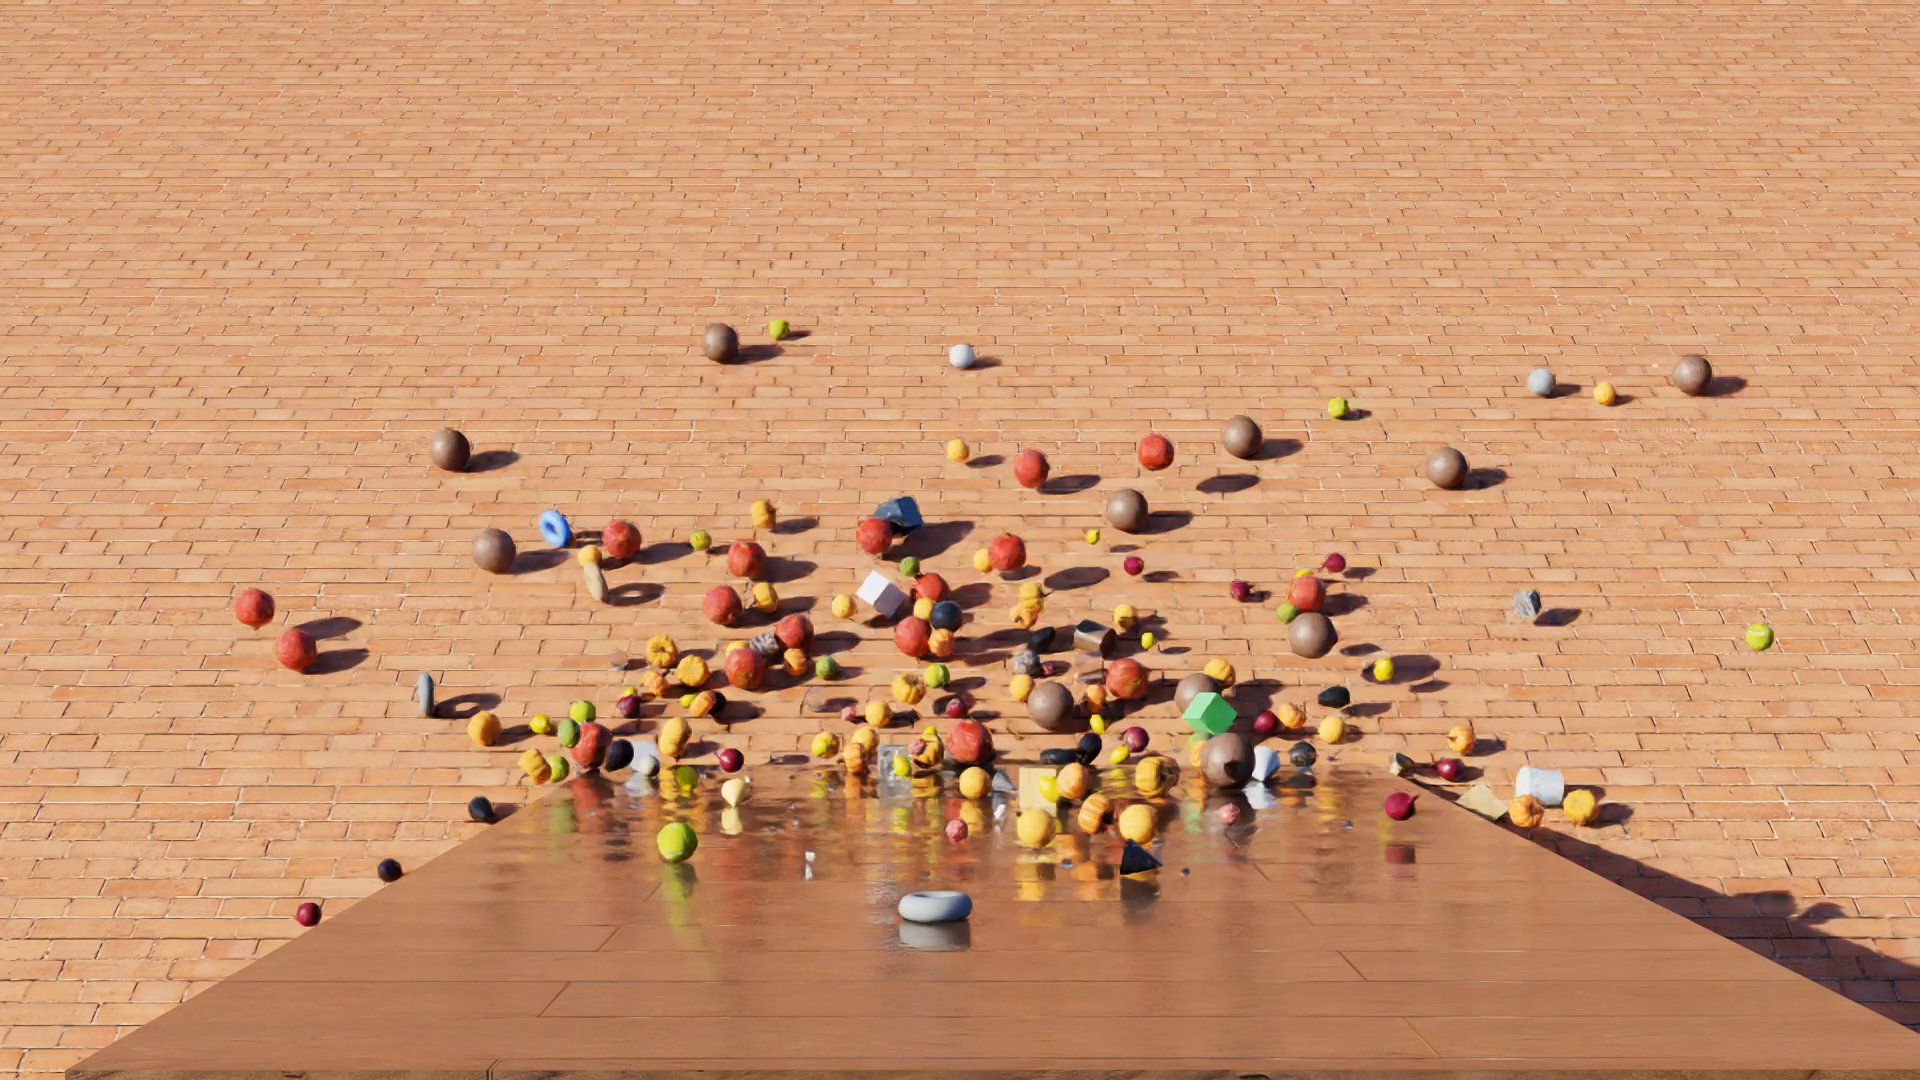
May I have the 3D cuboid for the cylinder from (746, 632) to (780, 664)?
[{"bbox_3d":[-0.551,0.301,7.232,0.073,0.073,0.073,-18,34,-10],"label":"cylinder"}]

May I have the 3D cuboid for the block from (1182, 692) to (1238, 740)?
[{"bbox_3d":[0.662,0.466,6.873,0.087,0.087,0.087,-53,21,-19],"label":"block"}]

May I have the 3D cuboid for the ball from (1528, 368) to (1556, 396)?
[{"bbox_3d":[1.930,-0.524,8.594,0.091,0.091,0.091,0,31,0],"label":"ball"}]

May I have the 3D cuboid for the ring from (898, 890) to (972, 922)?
[{"bbox_3d":[-0.036,0.541,3.819,0.109,0.036,0.109,-1,0,0],"label":"ring"}]

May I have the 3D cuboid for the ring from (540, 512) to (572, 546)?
[{"bbox_3d":[-1.211,-0.033,7.755,0.116,0.116,0.039,22,37,32],"label":"ring"}]

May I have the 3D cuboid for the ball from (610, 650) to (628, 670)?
[{"bbox_3d":[-0.949,0.332,7.209,0.055,0.055,0.055,0,31,0],"label":"ball"}]

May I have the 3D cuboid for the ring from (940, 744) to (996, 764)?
[{"bbox_3d":[0.020,0.554,6.718,0.148,0.049,0.148,1,-2,0],"label":"ring"}]

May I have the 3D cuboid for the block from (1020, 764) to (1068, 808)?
[{"bbox_3d":[0.181,0.529,5.576,0.082,0.082,0.082,0,0,24],"label":"block"}]

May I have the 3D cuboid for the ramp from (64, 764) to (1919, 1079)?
[{"bbox_3d":[0.069,0.614,4.689,2.000,0.100,4.000,0,0,0],"label":"ramp"}]

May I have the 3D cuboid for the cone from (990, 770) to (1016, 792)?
[{"bbox_3d":[0.107,0.559,5.893,0.055,0.055,0.055,20,36,36],"label":"cone"}]

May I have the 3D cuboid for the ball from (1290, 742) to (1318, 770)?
[{"bbox_3d":[0.863,0.542,6.516,0.070,0.070,0.070,0,31,0],"label":"ball"}]

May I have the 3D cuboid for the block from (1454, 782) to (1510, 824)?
[{"bbox_3d":[1.153,0.612,5.781,0.087,0.087,0.087,-32,66,-27],"label":"block"}]

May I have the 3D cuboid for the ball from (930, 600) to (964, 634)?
[{"bbox_3d":[-0.037,0.216,7.234,0.096,0.096,0.096,0,31,0],"label":"ball"}]

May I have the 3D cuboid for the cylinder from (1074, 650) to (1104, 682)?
[{"bbox_3d":[0.356,0.346,7.131,0.076,0.076,0.076,-9,31,0],"label":"cylinder"}]

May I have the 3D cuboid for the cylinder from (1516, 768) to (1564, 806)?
[{"bbox_3d":[1.489,0.635,6.654,0.093,0.093,0.093,7,30,-10],"label":"cylinder"}]

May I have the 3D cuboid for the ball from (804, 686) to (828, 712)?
[{"bbox_3d":[-0.391,0.431,7.031,0.069,0.069,0.069,0,31,0],"label":"ball"}]

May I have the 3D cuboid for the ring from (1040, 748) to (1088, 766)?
[{"bbox_3d":[0.266,0.558,6.664,0.123,0.041,0.123,-1,-1,0],"label":"ring"}]

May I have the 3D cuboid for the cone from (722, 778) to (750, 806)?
[{"bbox_3d":[-0.483,0.556,5.562,0.063,0.063,0.063,0,26,0],"label":"cone"}]

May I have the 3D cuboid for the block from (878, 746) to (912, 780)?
[{"bbox_3d":[-0.157,0.537,6.266,0.076,0.076,0.076,0,0,-6],"label":"block"}]

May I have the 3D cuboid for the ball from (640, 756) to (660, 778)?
[{"bbox_3d":[-0.753,0.549,6.285,0.052,0.052,0.052,0,31,0],"label":"ball"}]

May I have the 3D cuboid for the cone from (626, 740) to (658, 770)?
[{"bbox_3d":[-0.807,0.559,6.519,0.082,0.082,0.082,7,61,-12],"label":"cone"}]

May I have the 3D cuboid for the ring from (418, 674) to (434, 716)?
[{"bbox_3d":[-1.442,0.418,6.997,0.038,0.115,0.115,-4,31,-14],"label":"ring"}]

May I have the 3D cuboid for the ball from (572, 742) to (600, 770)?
[{"bbox_3d":[-0.964,0.555,6.669,0.071,0.071,0.071,0,31,0],"label":"ball"}]

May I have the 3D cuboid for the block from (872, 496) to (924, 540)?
[{"bbox_3d":[-0.184,-0.065,7.760,0.093,0.093,0.093,-31,-13,31],"label":"block"}]

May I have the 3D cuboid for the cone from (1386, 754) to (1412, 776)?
[{"bbox_3d":[1.143,0.605,6.780,0.070,0.070,0.070,11,66,17],"label":"cone"}]

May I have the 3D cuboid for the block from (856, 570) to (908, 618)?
[{"bbox_3d":[-0.226,0.156,7.431,0.086,0.086,0.086,-53,42,-3],"label":"block"}]

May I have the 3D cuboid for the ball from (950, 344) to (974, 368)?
[{"bbox_3d":[0.006,-0.622,8.761,0.085,0.085,0.085,0,31,0],"label":"ball"}]

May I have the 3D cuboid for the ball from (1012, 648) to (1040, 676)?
[{"bbox_3d":[0.184,0.339,7.174,0.077,0.077,0.077,0,31,0],"label":"ball"}]

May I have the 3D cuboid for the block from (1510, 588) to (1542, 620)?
[{"bbox_3d":[1.613,0.182,7.372,0.058,0.058,0.058,-15,17,37],"label":"block"}]

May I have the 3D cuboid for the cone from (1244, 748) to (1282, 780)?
[{"bbox_3d":[0.720,0.554,6.173,0.090,0.090,0.090,5,19,8],"label":"cone"}]

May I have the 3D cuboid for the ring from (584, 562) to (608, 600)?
[{"bbox_3d":[-1.053,0.120,7.483,0.040,0.121,0.121,-22,37,-18],"label":"ring"}]

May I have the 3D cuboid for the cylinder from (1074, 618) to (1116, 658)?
[{"bbox_3d":[0.379,0.277,7.269,0.088,0.088,0.088,22,37,32],"label":"cylinder"}]

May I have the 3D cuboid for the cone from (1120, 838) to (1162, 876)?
[{"bbox_3d":[0.308,0.536,4.316,0.066,0.066,0.066,12,33,16],"label":"cone"}]
